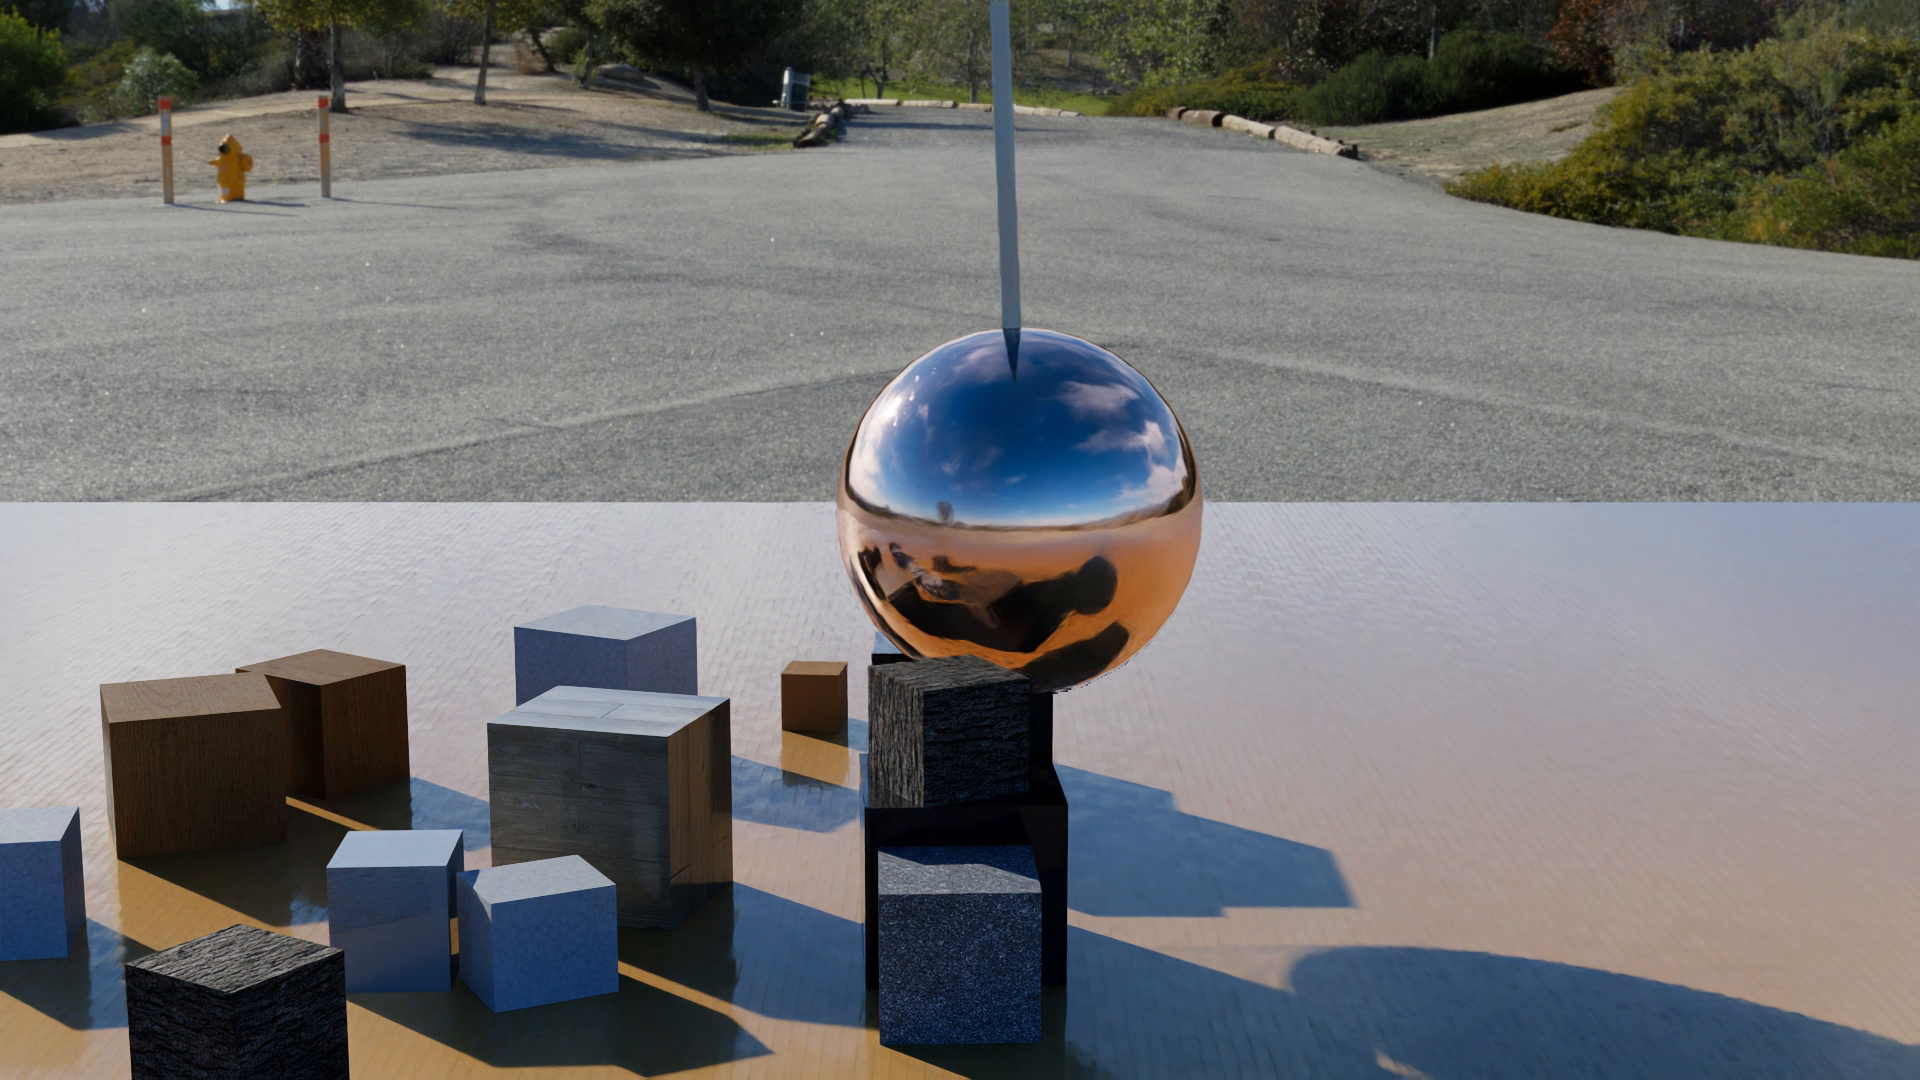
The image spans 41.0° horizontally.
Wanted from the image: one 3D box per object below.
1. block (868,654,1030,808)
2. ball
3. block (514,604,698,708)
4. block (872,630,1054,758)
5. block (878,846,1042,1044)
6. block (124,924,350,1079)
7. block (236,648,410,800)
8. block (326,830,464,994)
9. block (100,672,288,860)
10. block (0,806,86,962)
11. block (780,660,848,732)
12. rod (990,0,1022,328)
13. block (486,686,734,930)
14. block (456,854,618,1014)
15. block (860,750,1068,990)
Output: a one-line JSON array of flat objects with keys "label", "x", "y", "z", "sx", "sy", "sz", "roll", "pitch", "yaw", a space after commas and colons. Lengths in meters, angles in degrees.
[{"label": "block", "x": -0.047, "y": 0.745, "z": 10.116, "sx": 0.465, "sy": 0.460, "sz": 0.479, "roll": -5, "pitch": 12, "yaw": -28}, {"label": "ball", "x": 0.257, "y": -0.126, "z": 11.157, "sx": 1.600, "sy": 1.600, "sz": 1.600, "roll": 0, "pitch": 10, "yaw": 0}, {"label": "block", "x": -1.841, "y": 0.767, "z": 13.399, "sx": 0.703, "sy": 0.696, "sz": 0.634, "roll": 5, "pitch": 12, "yaw": 27}, {"label": "block", "x": 0.016, "y": 0.866, "z": 12.488, "sx": 0.847, "sy": 0.828, "sz": 0.820, "roll": 0, "pitch": 10, "yaw": 0}, {"label": "block", "x": -0.009, "y": 1.513, "z": 9.642, "sx": 0.592, "sy": 0.574, "sz": 0.584, "roll": 0, "pitch": 10, "yaw": -2}, {"label": "block", "x": -2.494, "y": 1.685, "z": 8.873, "sx": 0.527, "sy": 0.509, "sz": 0.504, "roll": 7, "pitch": 12, "yaw": 32}, {"label": "block", "x": -3.206, "y": 0.917, "z": 12.914, "sx": 0.636, "sy": 0.575, "sz": 0.547, "roll": 7, "pitch": 13, "yaw": 35}, {"label": "block", "x": -2.215, "y": 1.459, "z": 10.124, "sx": 0.456, "sy": 0.506, "sz": 0.481, "roll": -1, "pitch": 10, "yaw": -3}, {"label": "block", "x": -3.608, "y": 1.042, "z": 12.058, "sx": 0.754, "sy": 0.636, "sz": 0.794, "roll": -4, "pitch": 11, "yaw": -21}, {"label": "block", "x": -3.857, "y": 1.402, "z": 10.491, "sx": 0.443, "sy": 0.488, "sz": 0.508, "roll": -2, "pitch": 10, "yaw": -10}, {"label": "block", "x": -0.793, "y": 0.850, "z": 14.016, "sx": 0.315, "sy": 0.312, "sz": 0.318, "roll": 1, "pitch": 10, "yaw": 6}, {"label": "rod", "x": 0.111, "y": -3.468, "z": 10.550, "sx": 0.080, "sy": 5.200, "sz": 0.080, "roll": -2, "pitch": 10, "yaw": 0}, {"label": "block", "x": -1.489, "y": 1.133, "z": 11.013, "sx": 0.815, "sy": 0.830, "sz": 0.694, "roll": 3, "pitch": 11, "yaw": 16}, {"label": "block", "x": -1.645, "y": 1.524, "z": 9.979, "sx": 0.498, "sy": 0.431, "sz": 0.437, "roll": -5, "pitch": 12, "yaw": -28}, {"label": "block", "x": 0.000, "y": 1.311, "z": 10.323, "sx": 0.785, "sy": 0.728, "sz": 0.809, "roll": -1, "pitch": 10, "yaw": -4}]
